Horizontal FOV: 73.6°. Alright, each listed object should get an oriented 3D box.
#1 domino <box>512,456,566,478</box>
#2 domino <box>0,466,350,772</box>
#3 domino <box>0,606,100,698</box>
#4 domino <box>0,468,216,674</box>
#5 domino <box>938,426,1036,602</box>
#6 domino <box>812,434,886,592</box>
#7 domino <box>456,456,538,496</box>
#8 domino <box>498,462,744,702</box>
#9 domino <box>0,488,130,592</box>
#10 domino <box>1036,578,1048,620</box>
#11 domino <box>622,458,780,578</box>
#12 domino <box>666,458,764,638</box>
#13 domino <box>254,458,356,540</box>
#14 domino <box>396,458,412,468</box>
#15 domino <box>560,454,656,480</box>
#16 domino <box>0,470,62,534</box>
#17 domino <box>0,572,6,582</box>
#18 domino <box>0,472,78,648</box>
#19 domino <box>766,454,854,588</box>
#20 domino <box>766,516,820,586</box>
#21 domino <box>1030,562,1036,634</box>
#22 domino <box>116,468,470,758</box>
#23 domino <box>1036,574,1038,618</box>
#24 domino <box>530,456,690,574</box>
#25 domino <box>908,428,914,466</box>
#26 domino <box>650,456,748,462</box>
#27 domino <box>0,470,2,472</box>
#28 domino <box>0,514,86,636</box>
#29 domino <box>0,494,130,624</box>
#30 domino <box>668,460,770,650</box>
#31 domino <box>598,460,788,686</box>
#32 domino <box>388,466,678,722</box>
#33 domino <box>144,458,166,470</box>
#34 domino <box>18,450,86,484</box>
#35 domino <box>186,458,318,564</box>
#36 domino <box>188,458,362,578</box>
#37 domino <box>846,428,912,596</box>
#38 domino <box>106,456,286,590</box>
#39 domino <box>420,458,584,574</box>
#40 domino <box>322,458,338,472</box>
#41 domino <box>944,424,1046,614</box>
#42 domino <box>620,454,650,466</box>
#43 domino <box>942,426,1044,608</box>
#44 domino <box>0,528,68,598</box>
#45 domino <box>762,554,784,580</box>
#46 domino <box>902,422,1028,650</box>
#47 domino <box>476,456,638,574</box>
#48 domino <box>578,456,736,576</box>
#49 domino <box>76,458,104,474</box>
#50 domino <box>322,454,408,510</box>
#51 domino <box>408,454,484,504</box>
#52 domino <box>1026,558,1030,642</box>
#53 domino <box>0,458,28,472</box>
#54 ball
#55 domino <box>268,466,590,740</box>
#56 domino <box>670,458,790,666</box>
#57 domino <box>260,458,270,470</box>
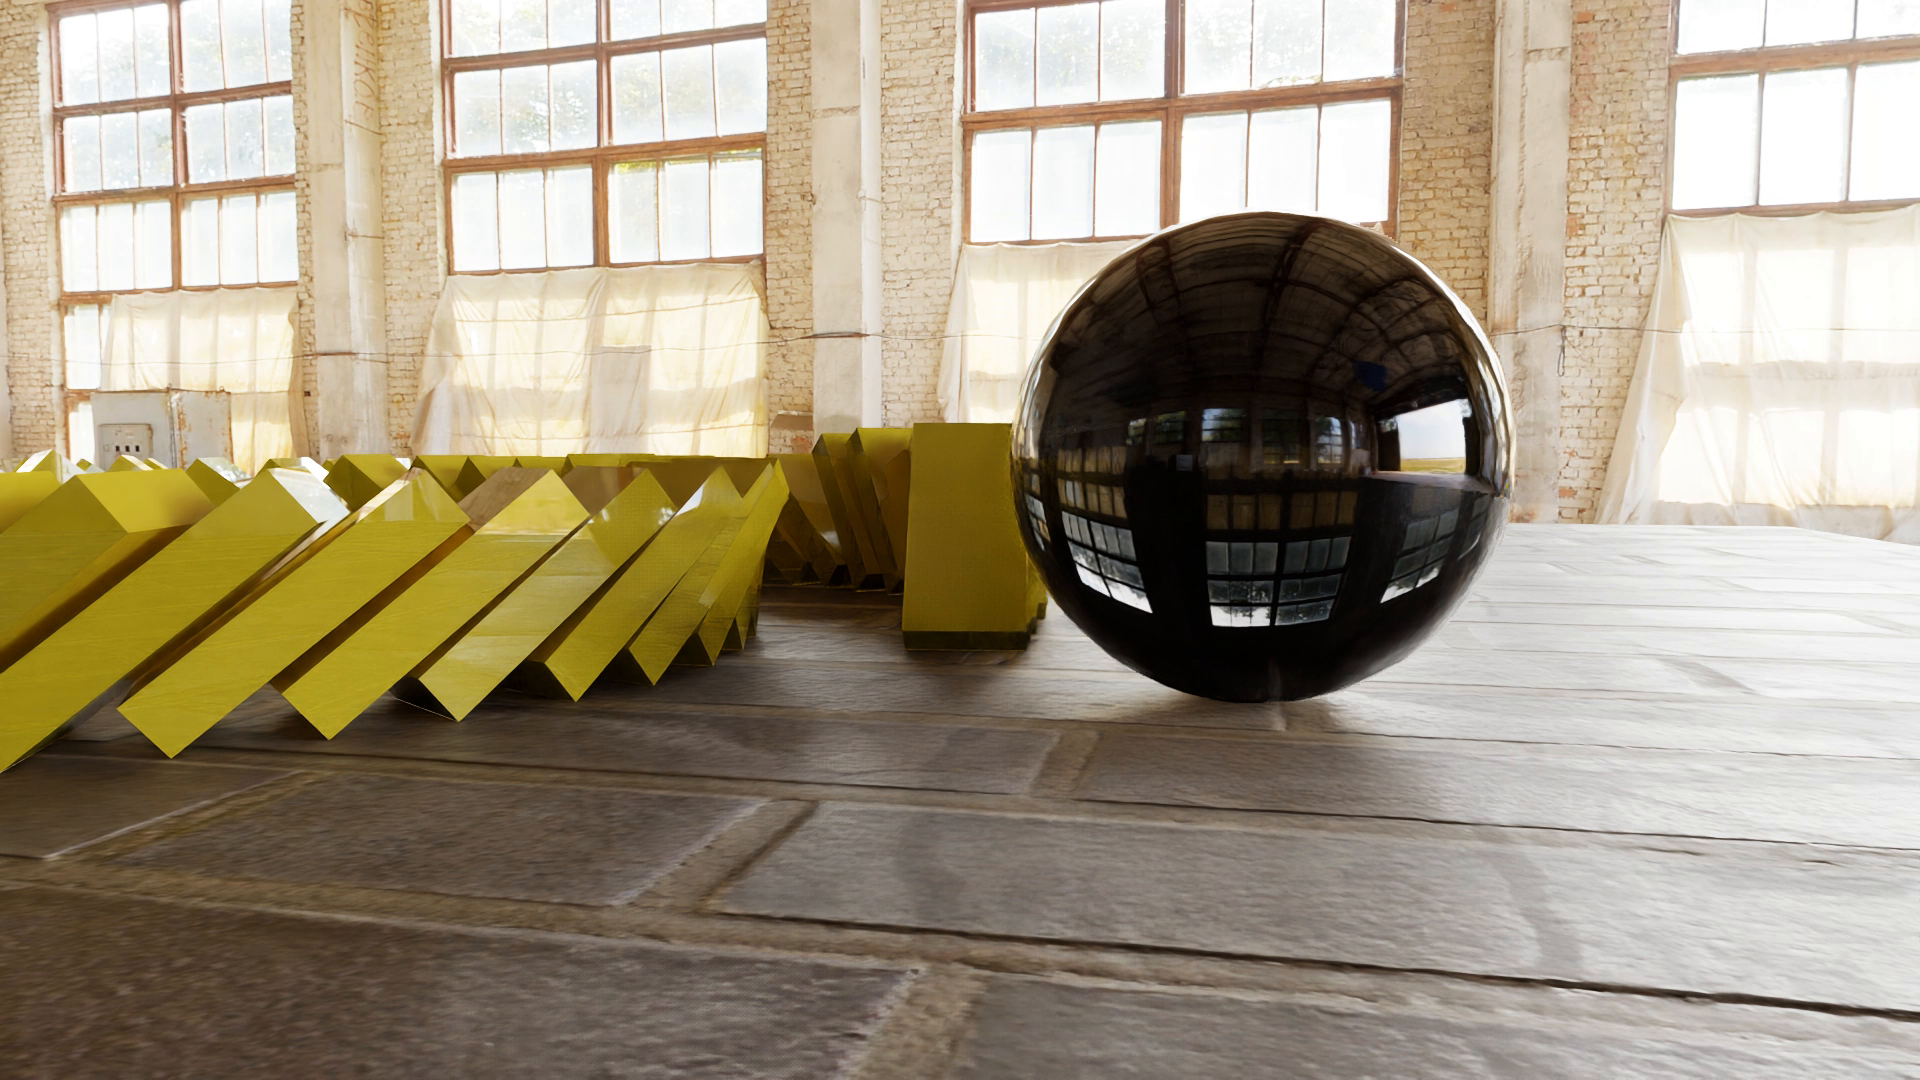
[{"bbox_3d":[-0.101,-0.003,0.350,0.025,0.009,0.050,-5,46,-49],"label":"domino"},{"bbox_3d":[-0.112,0.009,0.181,0.050,0.009,0.025,-41,14,-10],"label":"domino"},{"bbox_3d":[-0.174,0.020,0.235,0.025,0.010,0.050,-3,5,-36],"label":"domino"},{"bbox_3d":[-0.128,0.010,0.174,0.050,0.010,0.025,-39,6,0],"label":"domino"},{"bbox_3d":[0.007,-0.008,0.353,0.025,0.050,0.009,0,-28,-3],"label":"domino"},{"bbox_3d":[-0.025,-0.009,0.383,0.025,0.050,0.010,-2,-32,-31],"label":"domino"},{"bbox_3d":[-0.116,-0.004,0.358,0.050,0.010,0.025,46,25,22],"label":"domino"},{"bbox_3d":[-0.064,0.006,0.231,0.025,0.009,0.050,4,45,35],"label":"domino"},{"bbox_3d":[-0.263,-0.003,0.359,0.025,0.009,0.050,3,-32,35],"label":"domino"},{"bbox_3d":[0.008,-0.005,0.318,0.025,0.050,0.009,0,-28,0],"label":"domino"},{"bbox_3d":[-0.085,-0.008,0.421,0.050,0.010,0.025,43,23,21],"label":"domino"},{"bbox_3d":[-0.058,0.001,0.297,0.025,0.010,0.050,0,43,-2],"label":"domino"},{"bbox_3d":[-0.168,-0.003,0.356,0.050,0.009,0.025,38,0,-7],"label":"domino"},{"bbox_3d":[-0.169,-0.008,0.427,0.050,0.009,0.025,37,0,-7],"label":"domino"},{"bbox_3d":[-0.086,-0.003,0.341,0.025,0.010,0.050,-3,46,-38],"label":"domino"},{"bbox_3d":[-0.145,0.010,0.171,0.050,0.009,0.025,-38,1,7],"label":"domino"},{"bbox_3d":[-0.276,-0.001,0.328,0.025,0.010,0.050,2,-33,24],"label":"domino"},{"bbox_3d":[-0.192,0.005,0.250,0.025,0.009,0.050,-2,-31,-25],"label":"domino"},{"bbox_3d":[-0.040,-0.007,0.395,0.025,0.009,0.050,-3,45,-40],"label":"domino"},{"bbox_3d":[-0.055,-0.007,0.405,0.025,0.009,0.050,-5,43,-48],"label":"domino"},{"bbox_3d":[0.005,-0.003,0.295,0.025,0.050,0.010,0,-29,3],"label":"domino"},{"bbox_3d":[-0.098,0.009,0.191,0.050,0.009,0.025,-43,21,-17],"label":"domino"},{"bbox_3d":[0.005,-0.004,0.307,0.025,0.050,0.009,0,-28,0],"label":"domino"},{"bbox_3d":[-0.118,-0.009,0.431,0.050,0.009,0.025,40,14,12],"label":"domino"},{"bbox_3d":[0.001,-0.009,0.365,0.025,0.050,0.010,-1,-27,-12],"label":"domino"},{"bbox_3d":[-0.063,-0.001,0.314,0.025,0.010,0.050,0,44,-12],"label":"domino"},{"bbox_3d":[-0.215,0.000,0.303,0.025,0.009,0.050,-1,-34,31],"label":"domino"},{"bbox_3d":[-0.209,0.003,0.266,0.025,0.010,0.050,0,-36,-1],"label":"domino"},{"bbox_3d":[-0.214,0.002,0.284,0.025,0.010,0.050,-1,-35,15],"label":"domino"},{"bbox_3d":[-0.056,0.002,0.281,0.025,0.010,0.050,0,43,4],"label":"domino"},{"bbox_3d":[-0.056,0.005,0.245,0.025,0.009,0.050,3,44,30],"label":"domino"},{"bbox_3d":[-0.073,0.007,0.216,0.025,0.010,0.050,4,45,46],"label":"domino"},{"bbox_3d":[-0.232,-0.007,0.400,0.050,0.009,0.025,40,-16,-25],"label":"domino"},{"bbox_3d":[-0.210,-0.002,0.322,0.025,0.010,0.050,1,-38,47],"label":"domino"},{"bbox_3d":[-0.184,-0.003,0.348,0.050,0.009,0.025,39,-7,-15],"label":"domino"},{"bbox_3d":[-0.217,-0.007,0.409,0.050,0.009,0.025,38,-10,-19],"label":"domino"},{"bbox_3d":[-0.014,-0.009,0.374,0.025,0.050,0.010,-3,-27,-31],"label":"domino"},{"bbox_3d":[-0.199,-0.003,0.338,0.050,0.010,0.025,41,-15,-22],"label":"domino"},{"bbox_3d":[-0.153,-0.009,0.430,0.050,0.009,0.025,37,3,-3],"label":"domino"},{"bbox_3d":[-0.186,-0.008,0.422,0.050,0.010,0.025,37,-4,-12],"label":"domino"},{"bbox_3d":[0.009,-0.006,0.330,0.025,0.050,0.009,1,-28,0],"label":"domino"},{"bbox_3d":[-0.072,-0.002,0.329,0.025,0.009,0.050,-1,45,-23],"label":"domino"},{"bbox_3d":[0.008,-0.007,0.341,0.025,0.050,0.009,0,-28,-3],"label":"domino"},{"bbox_3d":[-0.270,-0.002,0.343,0.025,0.010,0.050,2,-32,29],"label":"domino"},{"bbox_3d":[-0.070,-0.007,0.413,0.050,0.009,0.025,44,27,25],"label":"domino"},{"bbox_3d":[0.002,-0.001,0.273,0.025,0.050,0.009,0,-29,3],"label":"domino"},{"bbox_3d":[-0.135,-0.009,0.432,0.050,0.009,0.025,39,9,4],"label":"domino"},{"bbox_3d":[-0.101,-0.009,0.428,0.050,0.009,0.025,41,19,18],"label":"domino"},{"bbox_3d":[-0.245,-0.006,0.389,0.050,0.009,0.025,42,-21,-30],"label":"domino"},{"bbox_3d":[-0.151,-0.004,0.362,0.050,0.009,0.025,41,6,1],"label":"domino"},{"bbox_3d":[-0.132,-0.004,0.364,0.050,0.009,0.025,43,19,16],"label":"domino"},{"bbox_3d":[0.003,-0.002,0.284,0.025,0.050,0.009,0,-29,3],"label":"domino"},{"bbox_3d":[-0.255,-0.005,0.374,0.025,0.009,0.050,4,-33,42],"label":"domino"},{"bbox_3d":[0.048,-0.013,0.211,0.080,0.080,0.080,0,4,0],"label":"ball"},{"bbox_3d":[-0.085,0.008,0.203,0.050,0.009,0.025,-46,28,-25],"label":"domino"},{"bbox_3d":[-0.055,0.003,0.263,0.025,0.010,0.050,1,45,15],"label":"domino"},{"bbox_3d":[-0.202,-0.008,0.417,0.050,0.009,0.025,37,-6,-15],"label":"domino"}]
